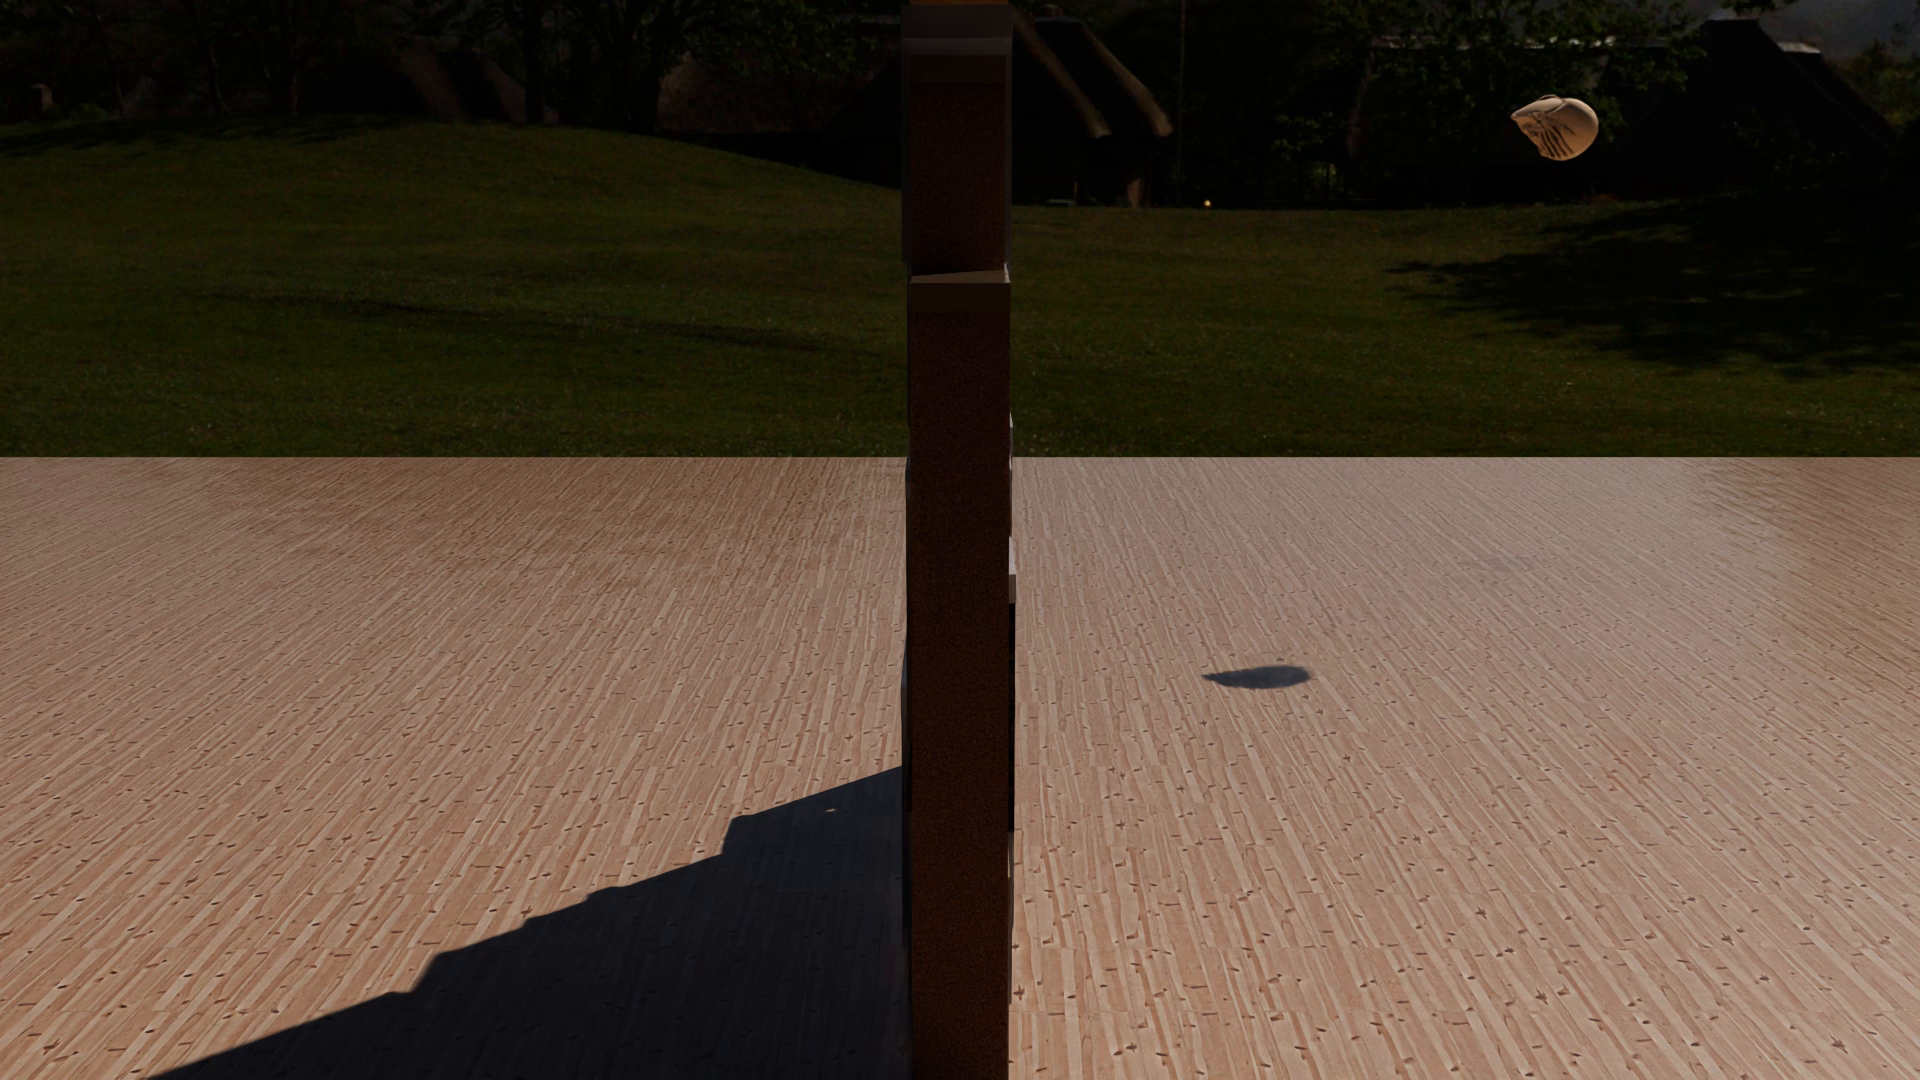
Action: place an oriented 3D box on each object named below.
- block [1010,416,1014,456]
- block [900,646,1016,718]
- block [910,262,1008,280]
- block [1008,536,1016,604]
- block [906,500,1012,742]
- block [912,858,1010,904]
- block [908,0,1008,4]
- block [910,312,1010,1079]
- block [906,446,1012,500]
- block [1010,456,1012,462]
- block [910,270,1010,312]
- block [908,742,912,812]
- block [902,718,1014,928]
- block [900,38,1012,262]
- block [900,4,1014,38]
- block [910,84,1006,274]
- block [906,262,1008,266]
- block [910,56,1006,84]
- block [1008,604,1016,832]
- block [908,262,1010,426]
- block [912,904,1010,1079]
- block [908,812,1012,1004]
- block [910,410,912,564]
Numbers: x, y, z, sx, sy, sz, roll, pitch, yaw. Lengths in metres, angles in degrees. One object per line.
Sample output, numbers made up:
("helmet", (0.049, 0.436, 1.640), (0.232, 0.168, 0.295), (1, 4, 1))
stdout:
("block", (0.002, -0.189, 3.696), (0.166, 0.047, 0.331), (0, 11, 0))
("block", (-0.003, 0.219, 3.583), (0.178, 0.050, 0.355), (0, 11, 0))
("block", (-0.002, -0.363, 3.066), (0.132, 0.037, 0.265), (0, 11, 0))
("block", (0.005, 0.040, 3.098), (0.141, 0.040, 0.282), (0, 10, 0))
("block", (-0.002, 0.116, 3.314), (0.157, 0.376, 0.044), (0, 11, 0))
("block", (0.001, 0.434, 2.995), (0.129, 0.037, 0.258), (0, 11, 0))
("block", (-0.003, -0.753, 3.667), (0.162, 0.324, 0.046), (0, 11, 0))
("block", (0.000, 0.228, 2.776), (0.121, 1.038, 0.034), (0, 11, 0))
("block", (-0.002, -0.110, 3.378), (0.157, 0.044, 0.313), (0, 11, 0))
("block", (0.002, 0.017, 3.622), (0.166, 0.331, 0.047), (0, 11, 0))
("block", (0.001, -0.313, 2.757), (0.121, 0.034, 0.241), (0, 11, 0))
("block", (0.000, 0.337, 3.267), (0.150, 0.043, 0.301), (0, 11, 0))
("block", (-0.003, 0.440, 3.504), (0.178, 0.355, 0.050), (0, 11, 0))
("block", (-0.005, -0.557, 3.148), (0.157, 0.314, 0.044), (0, 10, 0))
("block", (-0.004, -0.752, 3.218), (0.157, 0.044, 0.314), (0, 11, 0))
("block", (-0.002, -0.475, 2.896), (0.123, 0.246, 0.035), (0, 11, 0))
("block", (-0.005, -0.587, 3.355), (0.157, 0.331, 0.044), (0, 11, 0))
("block", (-0.002, -0.628, 2.950), (0.123, 0.035, 0.246), (0, 11, 0))
("block", (0.005, 0.239, 3.040), (0.141, 0.330, 0.040), (0, 11, 0))
("block", (-0.002, -0.348, 3.524), (0.164, 0.329, 0.047), (0, 11, 0))
("block", (0.001, 0.594, 2.937), (0.129, 0.258, 0.037), (0, 11, 0))
("block", (0.000, 0.524, 3.199), (0.150, 0.301, 0.043), (0, 11, 0))
("block", (-0.002, -0.150, 3.016), (0.132, 0.363, 0.037), (0, 11, 0))
